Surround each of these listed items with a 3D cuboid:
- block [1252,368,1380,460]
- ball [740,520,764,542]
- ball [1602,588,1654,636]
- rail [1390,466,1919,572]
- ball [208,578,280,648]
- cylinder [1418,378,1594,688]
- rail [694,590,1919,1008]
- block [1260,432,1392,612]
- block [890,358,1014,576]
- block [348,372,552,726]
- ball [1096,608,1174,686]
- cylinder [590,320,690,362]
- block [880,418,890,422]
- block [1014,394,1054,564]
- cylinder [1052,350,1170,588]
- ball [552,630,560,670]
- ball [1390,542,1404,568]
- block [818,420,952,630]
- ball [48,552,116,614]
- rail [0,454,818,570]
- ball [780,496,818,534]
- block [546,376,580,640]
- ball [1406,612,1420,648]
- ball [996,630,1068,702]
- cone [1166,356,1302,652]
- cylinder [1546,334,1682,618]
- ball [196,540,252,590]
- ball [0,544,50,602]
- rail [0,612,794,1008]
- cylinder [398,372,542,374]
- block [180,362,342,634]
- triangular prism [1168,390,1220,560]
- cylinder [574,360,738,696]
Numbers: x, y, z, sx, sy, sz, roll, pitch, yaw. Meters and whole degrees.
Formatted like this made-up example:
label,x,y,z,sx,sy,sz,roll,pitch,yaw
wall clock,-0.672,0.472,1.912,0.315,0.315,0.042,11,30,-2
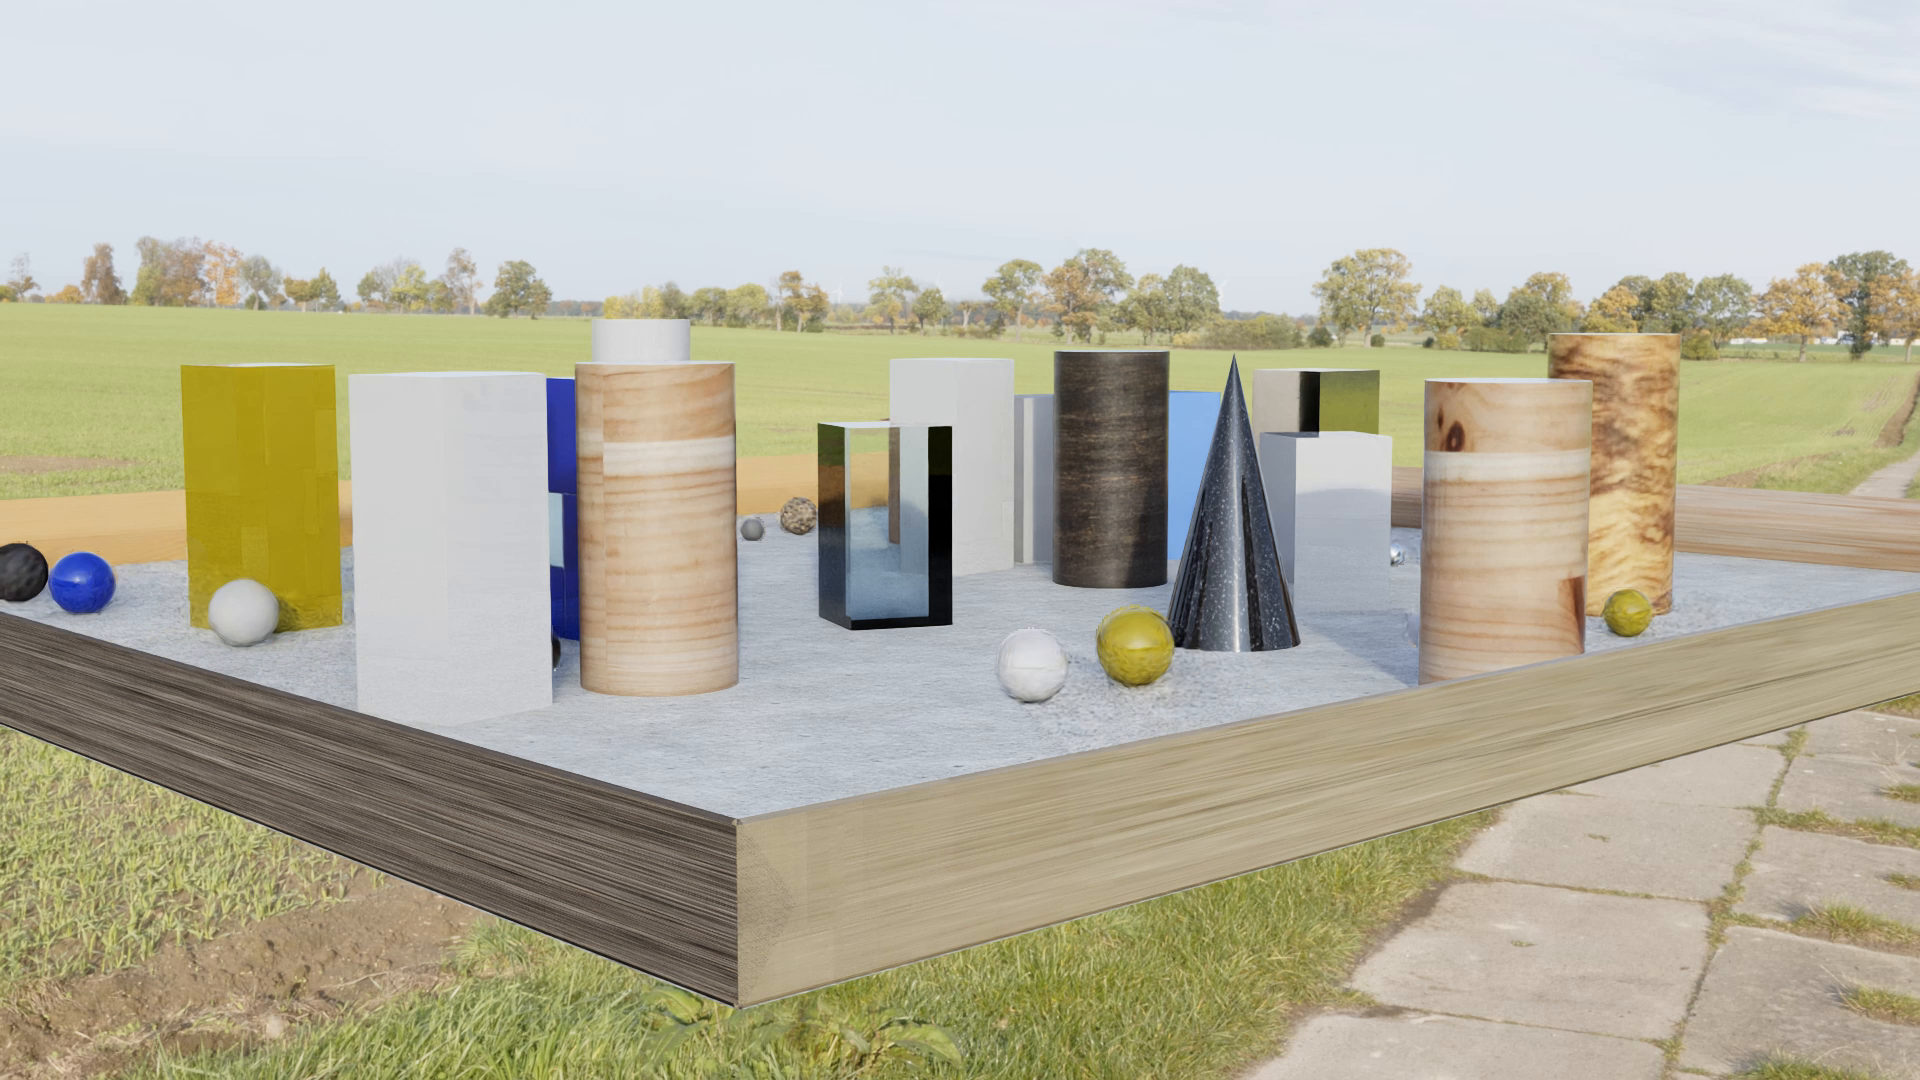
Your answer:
label,x,y,z,sx,sy,sz,roll,pitch,yaw
block,0.598,-0.117,3.710,0.149,0.339,0.149,-5,8,-39
ball,-0.395,-0.018,4.177,0.044,0.044,0.044,0,6,0
ball,0.904,0.098,2.976,0.065,0.065,0.065,0,6,0
rail,1.032,-0.069,4.279,0.045,0.121,2.681,-6,8,-42
ball,-0.940,0.096,2.886,0.090,0.090,0.090,0,6,0
cylinder,0.626,-0.003,2.529,0.187,0.361,0.187,0,6,0
rail,0.893,0.134,2.370,2.856,0.121,0.045,-6,8,-42
block,0.544,-0.030,3.290,0.149,0.255,0.149,-1,6,-13
block,-0.013,-0.129,3.737,0.149,0.357,0.149,5,8,40
block,-0.561,0.003,2.427,0.149,0.371,0.149,4,7,35
ball,0.206,0.126,2.587,0.092,0.092,0.092,0,6,0
cylinder,-0.605,-0.209,4.189,0.187,0.420,0.187,0,6,0
block,-0.054,-0.113,4.174,0.149,0.233,0.149,-3,7,-25
block,0.145,-0.112,3.910,0.149,0.288,0.149,-3,7,-26
cylinder,0.244,-0.118,3.558,0.187,0.374,0.187,0,6,0
ball,-0.514,0.131,2.632,0.072,0.072,0.072,0,6,0
ball,0.741,0.026,3.771,0.042,0.042,0.042,0,6,0
block,-0.107,-0.024,3.114,0.149,0.280,0.149,-2,6,-21
ball,-1.275,0.062,3.195,0.092,0.092,0.092,0,6,0
rail,-0.893,-0.070,4.295,2.856,0.121,0.045,-6,8,-42
ball,-0.315,-0.047,4.307,0.075,0.075,0.075,0,6,0
block,-0.455,-0.044,2.974,0.149,0.350,0.149,6,8,43
ball,0.609,0.117,2.866,0.051,0.051,0.051,0,6,0
ball,0.082,0.143,2.481,0.082,0.082,0.082,0,6,0
cone,0.362,-0.056,2.920,0.187,0.385,0.187,0,6,0
cylinder,0.955,-0.100,3.233,0.187,0.405,0.187,0,6,0
ball,-1.152,0.040,3.443,0.082,0.082,0.082,0,6,0
ball,-1.425,0.050,3.324,0.089,0.089,0.089,0,6,0
rail,-1.032,0.132,2.385,0.045,0.121,2.681,-6,8,-42
cylinder,-0.617,-0.028,2.762,0.187,0.362,0.187,0,6,0
block,-0.972,-0.061,3.063,0.149,0.365,0.149,6,8,43
triangular prism,0.367,-0.120,3.950,0.162,0.294,0.140,-1,6,-12
cylinder,-0.356,-0.019,2.592,0.187,0.380,0.187,0,6,0
